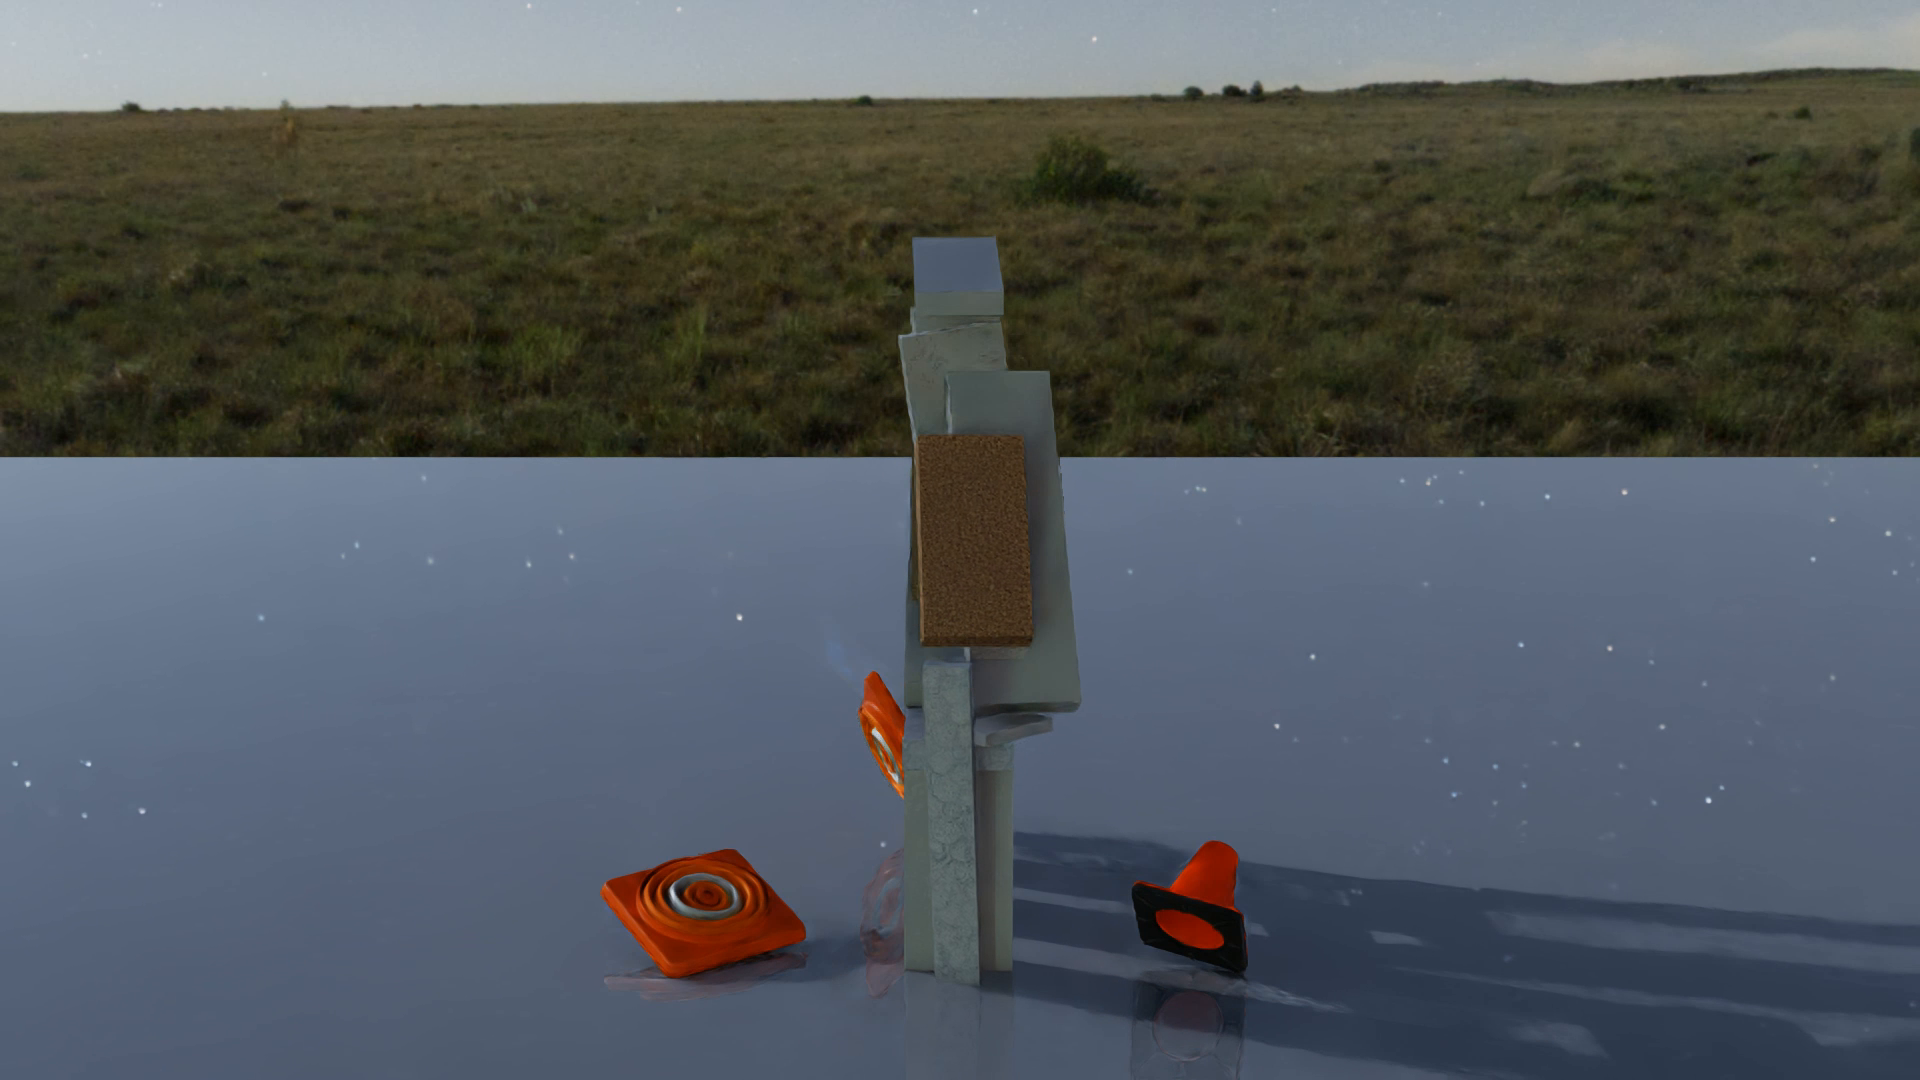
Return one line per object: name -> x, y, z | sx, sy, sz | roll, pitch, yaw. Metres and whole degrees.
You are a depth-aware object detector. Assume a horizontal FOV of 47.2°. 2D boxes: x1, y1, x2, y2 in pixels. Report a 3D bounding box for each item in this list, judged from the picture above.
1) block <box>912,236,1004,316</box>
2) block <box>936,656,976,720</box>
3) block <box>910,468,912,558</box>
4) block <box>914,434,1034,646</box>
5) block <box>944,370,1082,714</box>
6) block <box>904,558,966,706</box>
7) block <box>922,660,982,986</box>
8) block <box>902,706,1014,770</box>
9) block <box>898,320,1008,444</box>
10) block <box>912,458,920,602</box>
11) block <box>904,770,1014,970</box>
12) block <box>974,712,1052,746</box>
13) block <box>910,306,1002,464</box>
block -> -0.005, -0.436, 3.612 | 0.141, 0.040, 0.282 | -1, 26, -2
block -> -0.007, 0.229, 3.349 | 0.068, 0.019, 0.137 | 3, 37, 2
block -> 0.000, 0.129, 3.704 | 0.170, 0.506, 0.048 | 0, -14, 0
block -> 0.019, -0.001, 3.320 | 0.162, 0.325, 0.046 | 0, -21, -7
block -> 0.078, -0.004, 3.388 | 0.162, 0.556, 0.046 | -1, -23, -9
block -> -0.002, 0.145, 3.539 | 0.170, 0.048, 0.339 | 0, 34, 0
block -> -0.010, 0.418, 3.209 | 0.068, 0.509, 0.019 | 2, 19, 13
block -> -0.001, 0.286, 3.390 | 0.163, 0.046, 0.326 | 0, 10, 0
block -> 0.005, -0.180, 3.547 | 0.162, 0.325, 0.046 | -10, 11, -8
block -> 0.006, -0.049, 3.651 | 0.170, 0.048, 0.339 | 0, 52, 0
block -> -0.002, 0.489, 3.321 | 0.163, 0.326, 0.046 | 0, 12, 0
block -> 0.065, 0.278, 3.253 | 0.137, 0.019, 0.068 | -9, 14, -42
block -> -0.004, -0.242, 3.589 | 0.141, 0.282, 0.040 | -4, 15, -10
